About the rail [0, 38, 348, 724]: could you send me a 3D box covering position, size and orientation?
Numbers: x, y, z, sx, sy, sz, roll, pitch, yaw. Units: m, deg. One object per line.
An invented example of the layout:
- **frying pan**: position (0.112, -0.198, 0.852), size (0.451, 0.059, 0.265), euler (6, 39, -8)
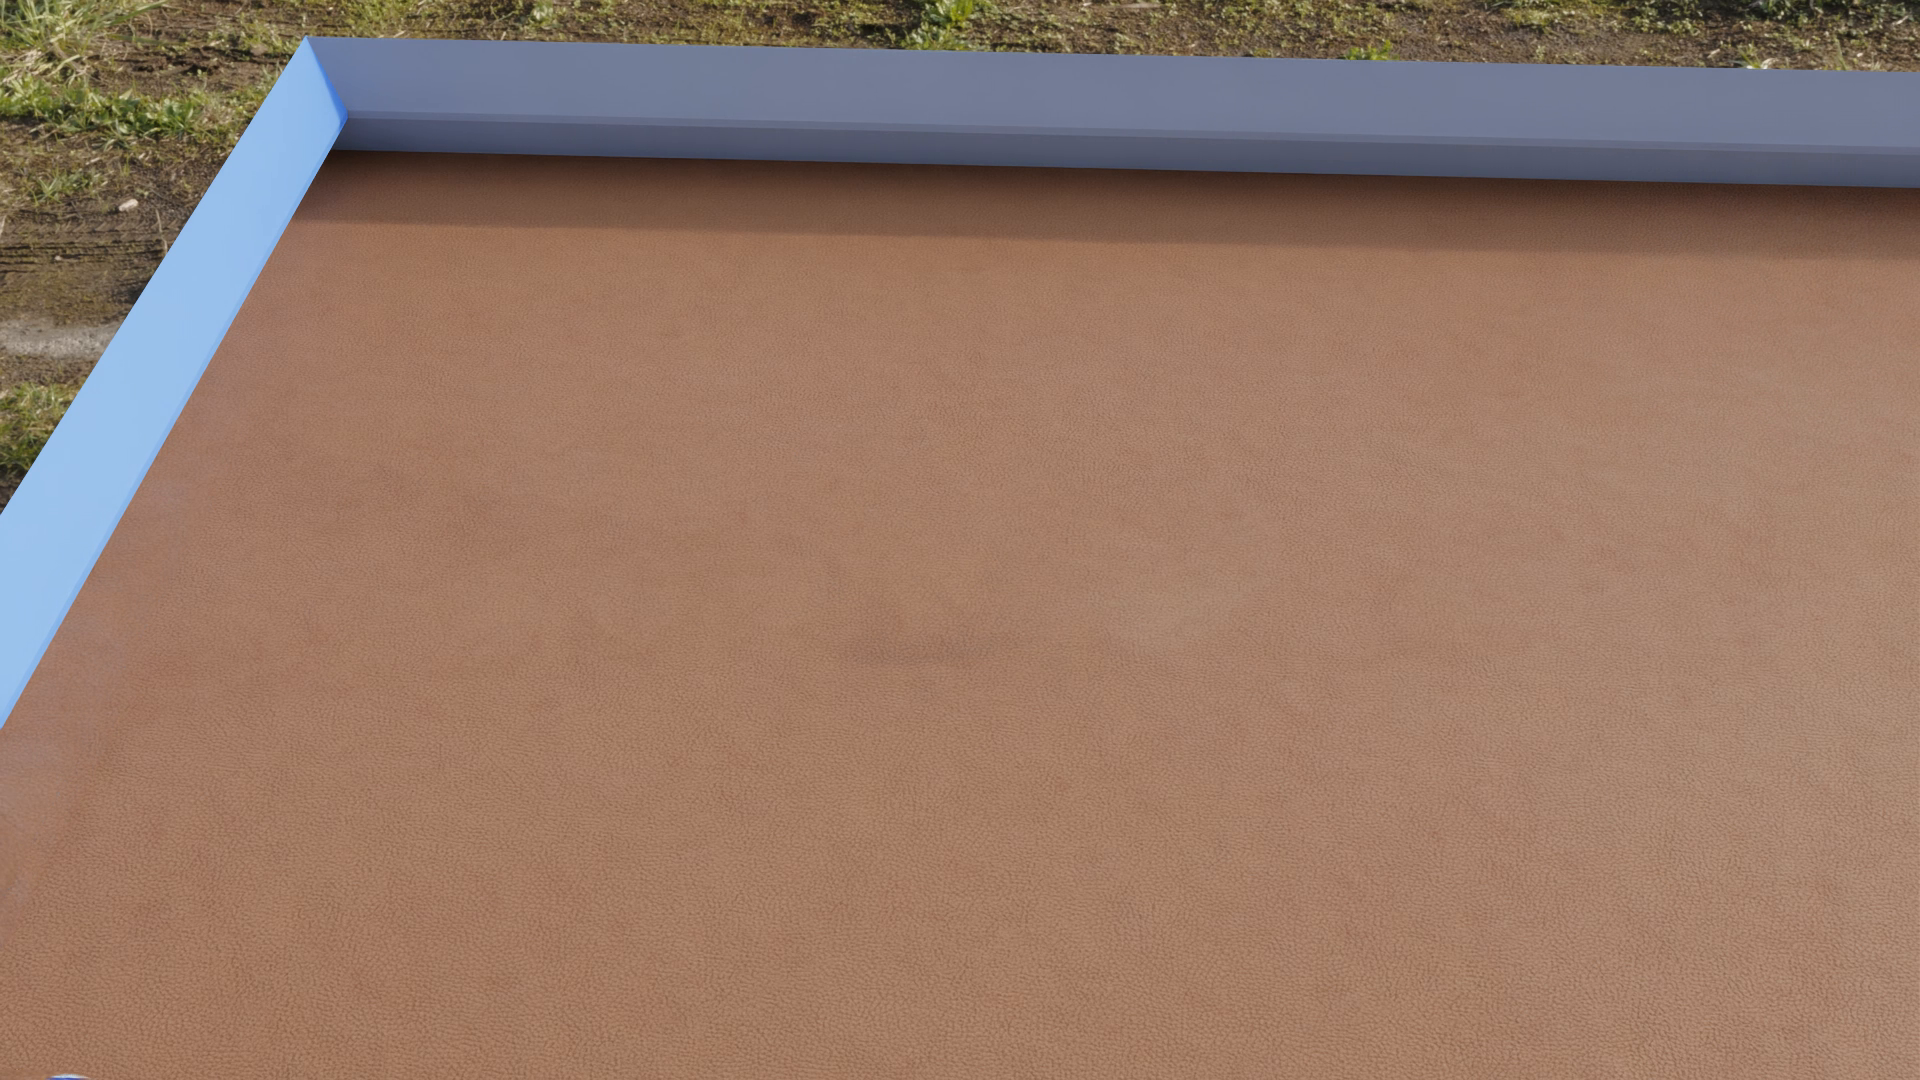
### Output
- **rail**: position (-0.639, -0.044, 1.926), size (0.045, 0.117, 1.356), euler (2, 35, 3)

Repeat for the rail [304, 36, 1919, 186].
- **rail**: position (0.698, -0.379, 2.405), size (2.655, 0.117, 0.045), euler (2, 35, 3)

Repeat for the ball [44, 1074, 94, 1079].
- **ball**: position (-0.500, 0.332, 1.436), size (0.065, 0.065, 0.065), euler (0, 35, 0)
